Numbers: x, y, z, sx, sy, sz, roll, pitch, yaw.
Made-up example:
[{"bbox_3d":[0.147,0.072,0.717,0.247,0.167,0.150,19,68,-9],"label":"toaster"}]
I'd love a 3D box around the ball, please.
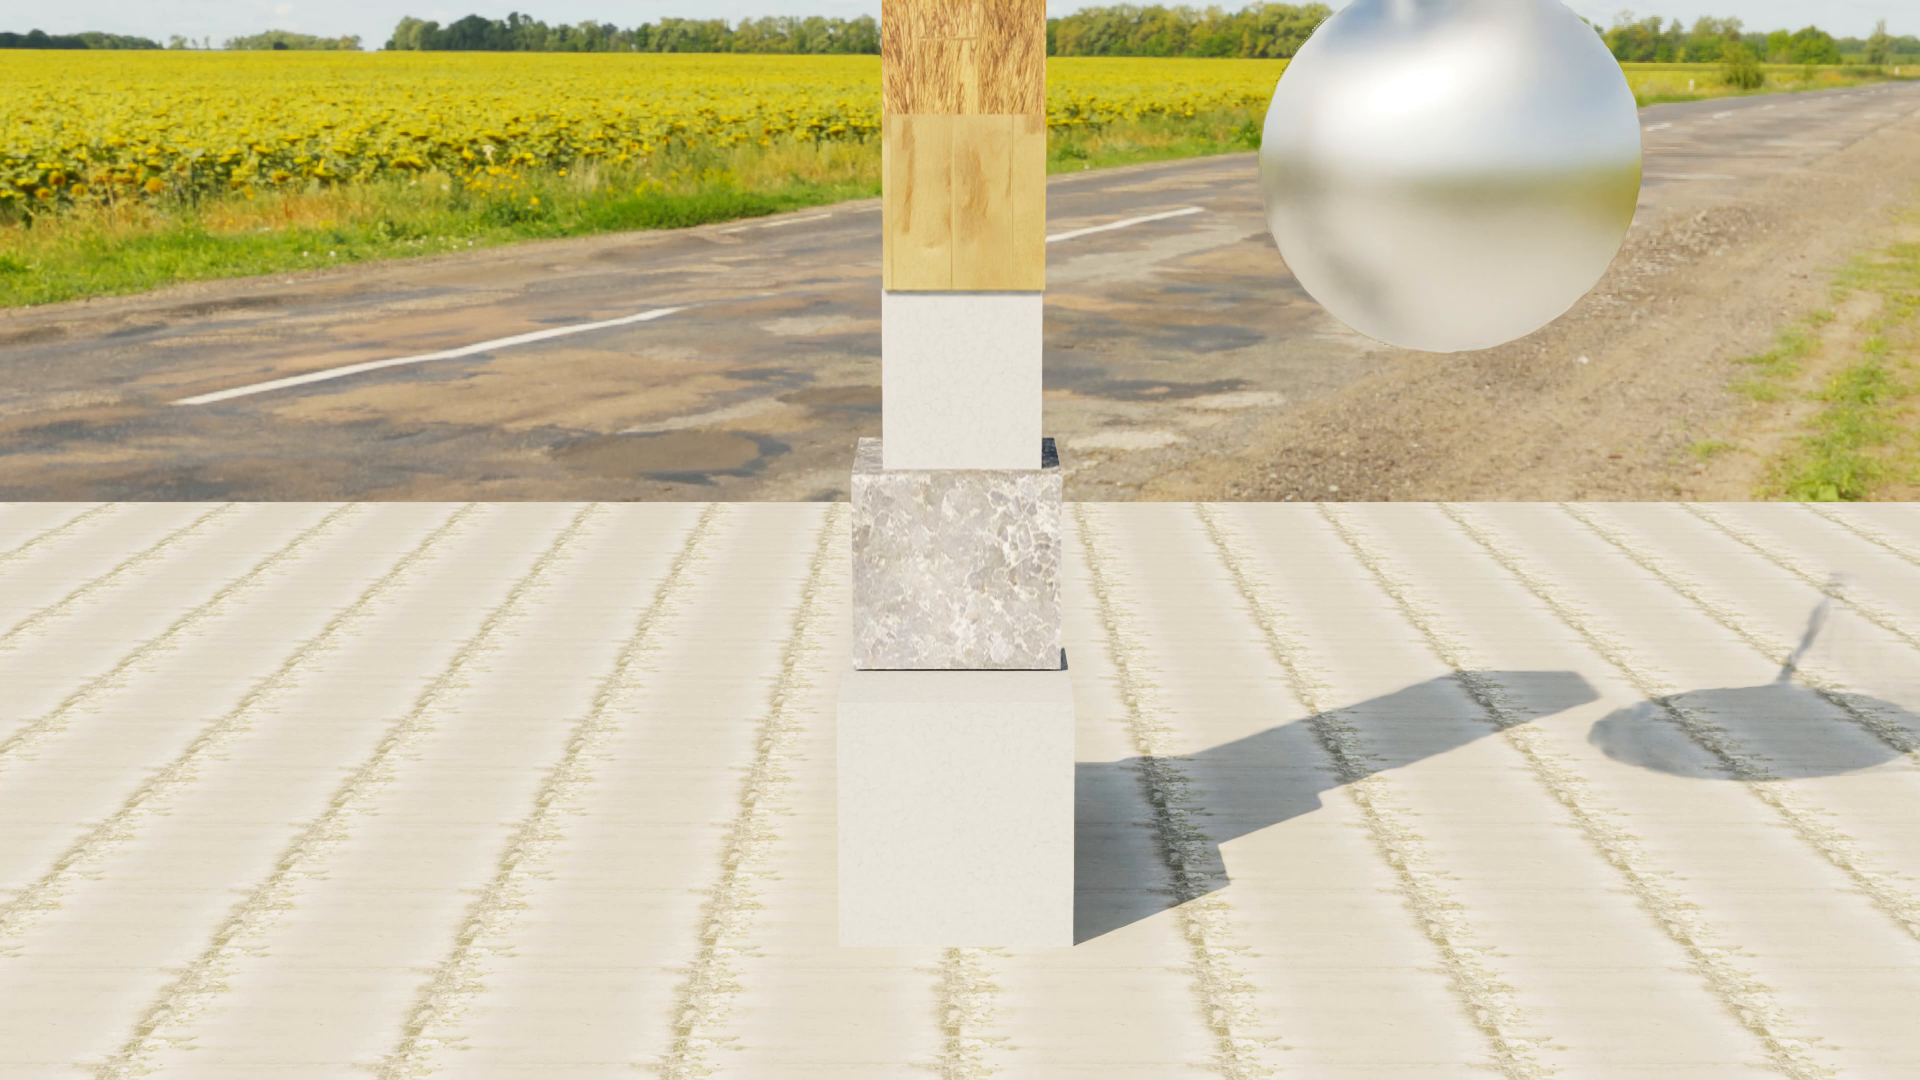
[{"bbox_3d":[2.074,-1.597,10.890,1.600,1.600,1.600,0,10,0],"label":"ball"}]

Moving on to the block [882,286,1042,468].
[{"bbox_3d":[0.009,-0.735,11.009,0.665,0.756,0.642,0,12,0],"label":"block"}]

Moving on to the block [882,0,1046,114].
[{"bbox_3d":[0.016,-2.124,10.713,0.668,0.656,0.650,0,12,0],"label":"block"}]

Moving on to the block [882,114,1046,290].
[{"bbox_3d":[0.017,-1.454,10.856,0.669,0.714,0.693,0,12,0],"label":"block"}]

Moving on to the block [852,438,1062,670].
[{"bbox_3d":[-0.014,0.042,11.175,0.874,0.833,0.925,0,12,0],"label":"block"}]

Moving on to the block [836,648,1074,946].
[{"bbox_3d":[-0.016,1.064,10.862,0.953,1.020,1.015,0,10,0],"label":"block"}]
